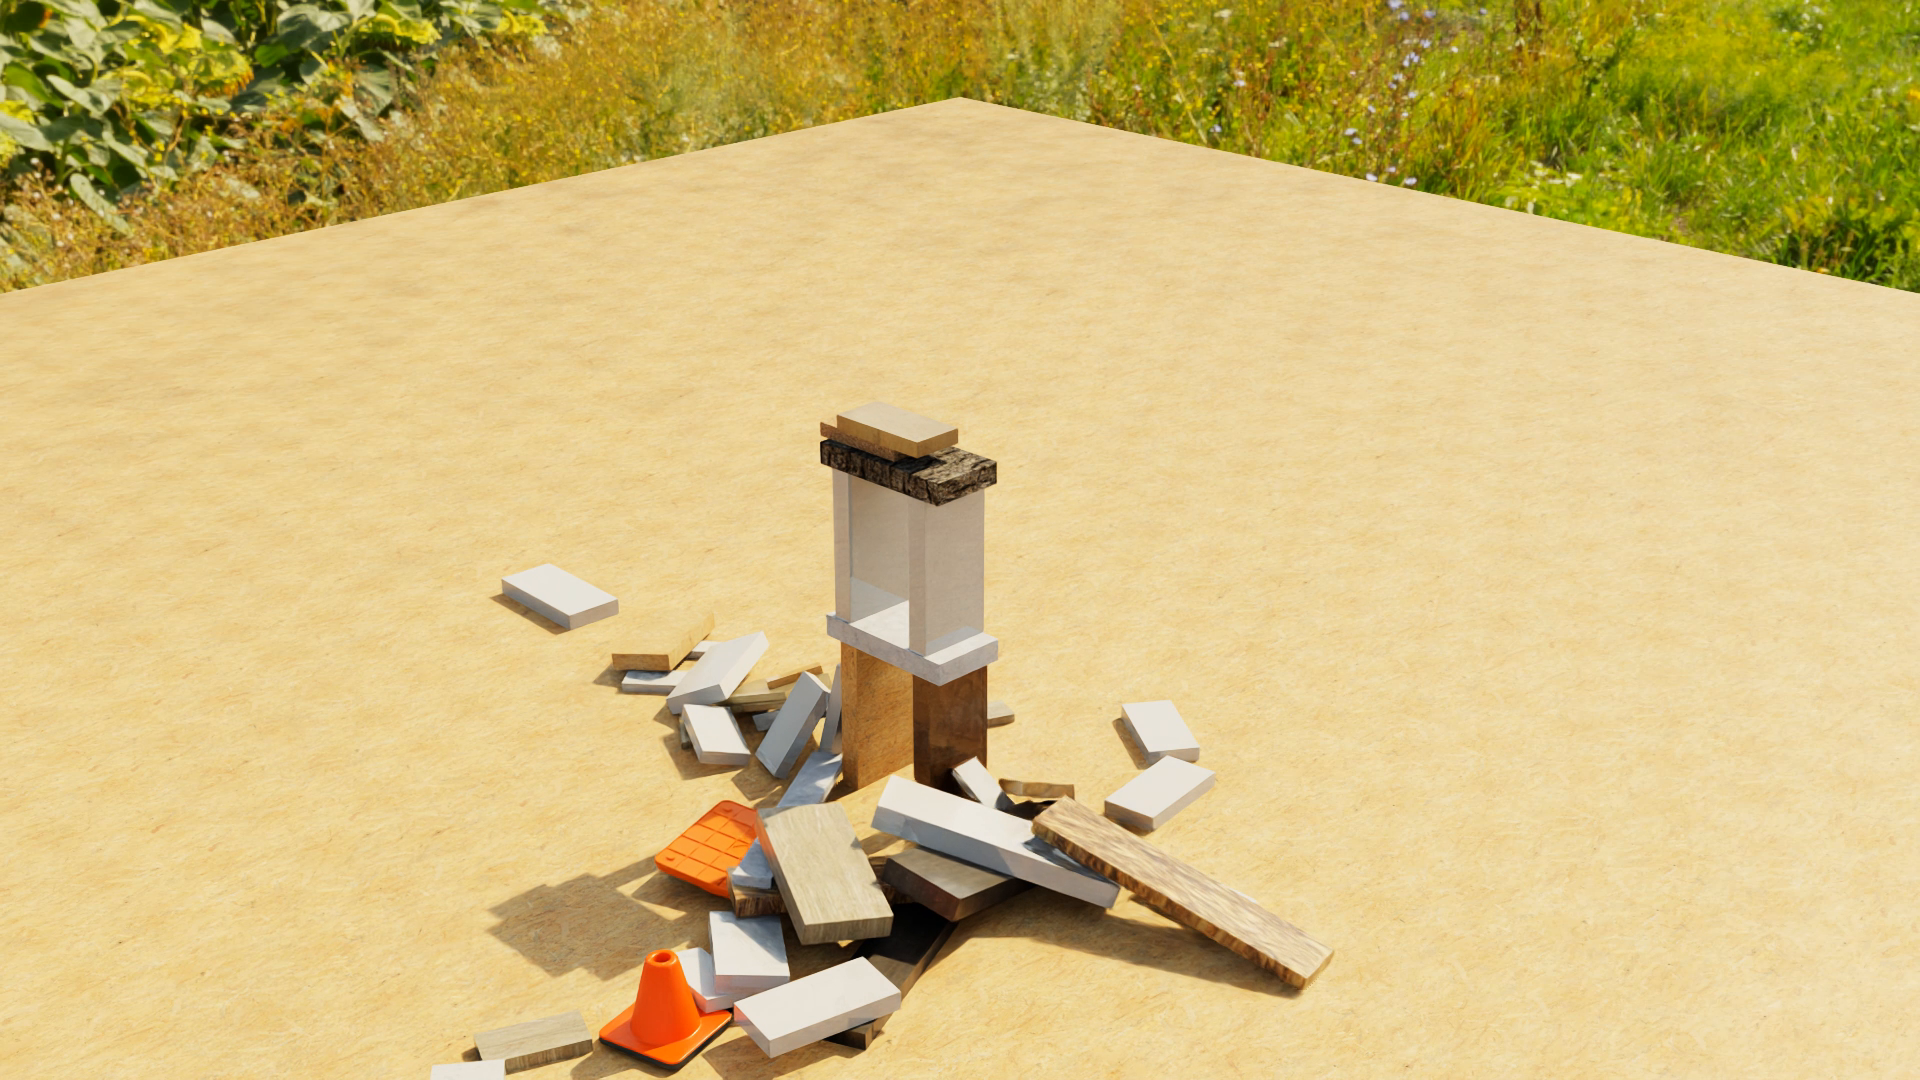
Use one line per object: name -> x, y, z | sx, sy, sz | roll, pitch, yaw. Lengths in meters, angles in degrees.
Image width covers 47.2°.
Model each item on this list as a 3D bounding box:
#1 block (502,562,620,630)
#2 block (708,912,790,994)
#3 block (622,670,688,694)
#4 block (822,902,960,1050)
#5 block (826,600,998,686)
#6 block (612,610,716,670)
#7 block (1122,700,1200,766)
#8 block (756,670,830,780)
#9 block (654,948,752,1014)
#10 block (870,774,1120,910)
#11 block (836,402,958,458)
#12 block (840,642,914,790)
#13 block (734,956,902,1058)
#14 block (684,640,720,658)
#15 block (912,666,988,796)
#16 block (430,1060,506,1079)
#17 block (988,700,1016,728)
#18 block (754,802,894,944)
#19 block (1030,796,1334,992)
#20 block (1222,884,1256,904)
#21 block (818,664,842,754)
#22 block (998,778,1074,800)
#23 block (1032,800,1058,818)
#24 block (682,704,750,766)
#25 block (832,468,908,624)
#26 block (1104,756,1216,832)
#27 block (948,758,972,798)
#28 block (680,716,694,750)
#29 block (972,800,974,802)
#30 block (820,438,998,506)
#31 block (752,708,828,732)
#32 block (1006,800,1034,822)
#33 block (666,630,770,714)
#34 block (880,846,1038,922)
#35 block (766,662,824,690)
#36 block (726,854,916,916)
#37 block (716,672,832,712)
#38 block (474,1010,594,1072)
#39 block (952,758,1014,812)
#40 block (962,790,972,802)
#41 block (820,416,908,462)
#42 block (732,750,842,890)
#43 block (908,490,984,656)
block -> -0.981, 0.137, 5.387 | 0.140, 0.040, 0.298 | -20, 30, -39
block -> -0.379, 0.735, 3.924 | 0.127, 0.036, 0.255 | 3, 15, -10
block -> -0.685, 0.320, 4.980 | 0.146, 0.021, 0.073 | 2, 23, 4
block -> -0.135, 0.765, 3.916 | 0.118, 0.033, 0.421 | 9, 25, 20
block -> -0.098, 0.194, 4.407 | 0.327, 0.046, 0.163 | 21, 31, 41
block -> -0.689, 0.232, 5.122 | 0.140, 0.040, 0.281 | 0, 19, 16
block -> 0.431, 0.414, 4.745 | 0.112, 0.032, 0.223 | -4, 23, -10
block -> -0.347, 0.388, 4.607 | 0.029, 0.208, 0.104 | 27, 6, -35
block -> -0.452, 0.774, 3.872 | 0.091, 0.026, 0.183 | -6, 19, -36
block -> 0.075, 0.569, 4.158 | 0.475, 0.047, 0.166 | 18, 16, 3
block -> -0.121, -0.215, 4.248 | 0.223, 0.032, 0.112 | 21, 31, 40
block -> -0.170, 0.338, 4.546 | 0.046, 0.327, 0.163 | 21, 31, 39
block -> -0.243, 0.796, 3.754 | 0.255, 0.036, 0.127 | -14, 27, -30
block -> -0.579, 0.257, 5.131 | 0.121, 0.017, 0.061 | 3, 21, 7
block -> -0.019, 0.397, 4.407 | 0.046, 0.327, 0.163 | 21, 31, 41
block -> -0.796, 0.925, 3.538 | 0.118, 0.033, 0.236 | -3, 23, -8
block -> 0.039, 0.387, 4.821 | 0.146, 0.021, 0.073 | -9, 25, -21
block -> -0.253, 0.608, 4.037 | 0.166, 0.047, 0.331 | -2, 32, -21
block -> 0.403, 0.642, 4.040 | 0.590, 0.032, 0.112 | 28, 33, 25
block -> 0.446, 0.672, 4.140 | 0.203, 0.029, 0.102 | 21, 31, 41
block -> -0.221, 0.350, 4.608 | 0.036, 0.256, 0.128 | 36, 39, 30
block -> 0.149, 0.492, 4.352 | 0.102, 0.029, 0.205 | 5, -5, -12
block -> 0.246, 0.560, 4.230 | 0.203, 0.029, 0.102 | 29, 19, 38
block -> -0.523, 0.416, 4.704 | 0.104, 0.029, 0.208 | 6, 22, -21
block -> -0.178, -0.010, 4.414 | 0.162, 0.324, 0.046 | -21, 31, -41
block -> 0.409, 0.517, 4.499 | 0.118, 0.033, 0.236 | 17, 28, 34
block -> 0.020, 0.505, 4.413 | 0.062, 0.124, 0.018 | -22, 10, -41
block -> -0.574, 0.415, 4.760 | 0.061, 0.017, 0.121 | -4, 23, -9
block -> 0.088, 0.549, 4.359 | 0.063, 0.018, 0.126 | -24, 66, -42
block -> -0.102, -0.150, 4.271 | 0.324, 0.046, 0.162 | 21, 30, 40
block -> -0.319, 0.358, 4.727 | 0.128, 0.036, 0.256 | -23, 4, -42
block -> 0.153, 0.562, 4.315 | 0.063, 0.018, 0.126 | -16, 42, -37
block -> -0.543, 0.297, 4.944 | 0.140, 0.040, 0.281 | -17, 17, 22
block -> 0.016, 0.617, 4.106 | 0.166, 0.047, 0.331 | 26, 18, 28
block -> -0.361, 0.295, 4.785 | 0.121, 0.017, 0.061 | -17, 7, -8
block -> -0.228, 0.641, 4.106 | 0.401, 0.036, 0.127 | -2, 19, -13
block -> -0.409, 0.335, 4.803 | 0.128, 0.036, 0.256 | -22, 9, -42
block -> -0.722, 0.851, 3.722 | 0.183, 0.026, 0.091 | -9, 25, -21
block -> 0.045, 0.493, 4.358 | 0.062, 0.018, 0.124 | -25, 66, -42
block -> 0.064, 0.541, 4.378 | 0.062, 0.018, 0.124 | -22, 65, -41
block -> -0.165, -0.206, 4.306 | 0.208, 0.029, 0.104 | 21, 30, 40
block -> -0.327, 0.541, 4.315 | 0.073, 0.021, 0.597 | 6, 18, 9
block -> -0.026, 0.050, 4.274 | 0.046, 0.324, 0.162 | 21, 31, 40
